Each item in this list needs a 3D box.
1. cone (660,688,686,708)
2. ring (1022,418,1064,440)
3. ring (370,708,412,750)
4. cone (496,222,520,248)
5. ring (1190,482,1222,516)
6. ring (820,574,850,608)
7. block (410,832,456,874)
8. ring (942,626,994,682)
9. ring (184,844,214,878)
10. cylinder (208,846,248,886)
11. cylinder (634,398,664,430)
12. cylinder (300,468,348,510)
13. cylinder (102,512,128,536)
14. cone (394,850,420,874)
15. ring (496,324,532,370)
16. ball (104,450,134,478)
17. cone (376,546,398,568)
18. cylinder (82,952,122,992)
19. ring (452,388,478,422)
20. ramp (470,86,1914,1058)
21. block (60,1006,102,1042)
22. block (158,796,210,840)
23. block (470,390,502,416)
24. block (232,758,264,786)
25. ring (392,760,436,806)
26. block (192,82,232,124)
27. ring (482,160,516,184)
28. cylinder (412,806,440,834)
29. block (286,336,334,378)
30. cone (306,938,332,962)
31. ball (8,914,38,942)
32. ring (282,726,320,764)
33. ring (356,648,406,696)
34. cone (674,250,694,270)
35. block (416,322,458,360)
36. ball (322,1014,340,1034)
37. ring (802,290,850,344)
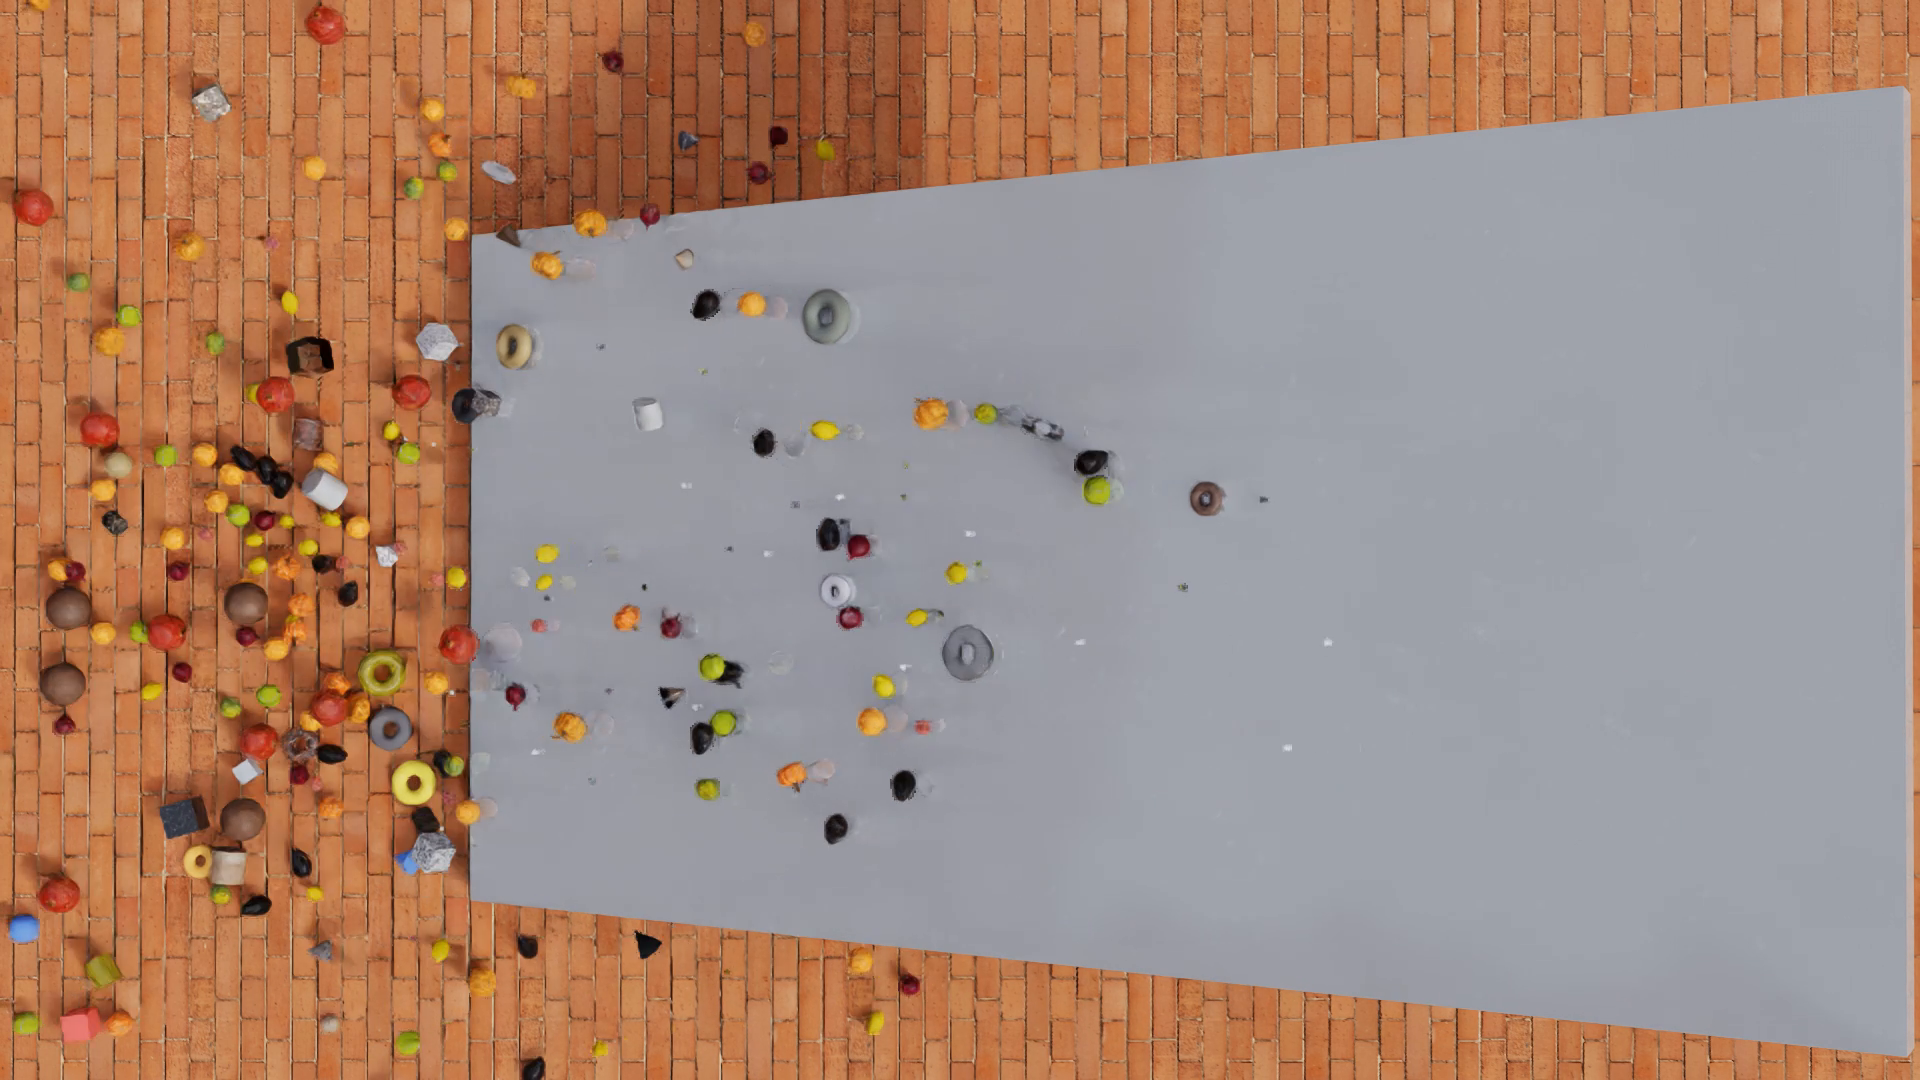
[{"bbox_3d":[-0.799,0.432,6.179,0.066,0.066,0.066,-23,90,2],"label":"cone"},{"bbox_3d":[0.208,-0.279,5.519,0.113,0.113,0.038,18,89,0],"label":"ring"},{"bbox_3d":[-1.727,0.573,6.667,0.133,0.044,0.133,0,89,4],"label":"ring"},{"bbox_3d":[-1.324,-0.891,6.509,0.072,0.072,0.072,-41,97,0],"label":"cone"},{"bbox_3d":[0.596,-0.100,5.334,0.084,0.028,0.084,-1,87,31],"label":"ring"},{"bbox_3d":[-0.336,0.138,5.899,0.089,0.030,0.089,0,89,33],"label":"ring"},{"bbox_3d":[-1.585,0.939,6.617,0.083,0.083,0.083,38,112,33],"label":"block"},{"bbox_3d":[0.020,0.293,5.670,0.147,0.049,0.147,-1,88,32],"label":"ring"},{"bbox_3d":[-2.303,0.973,6.668,0.105,0.035,0.105,0,88,-1],"label":"ring"},{"bbox_3d":[-2.208,0.983,6.636,0.099,0.099,0.099,11,82,0],"label":"cylinder"},{"bbox_3d":[-0.846,-0.342,5.969,0.070,0.070,0.070,-8,112,0],"label":"cylinder"},{"bbox_3d":[-1.914,-0.154,6.623,0.097,0.097,0.097,-50,131,0],"label":"cylinder"},{"bbox_3d":[-2.558,-0.051,6.654,0.055,0.055,0.055,31,89,34],"label":"cylinder"},{"bbox_3d":[-1.687,0.966,6.666,0.078,0.078,0.078,10,89,28],"label":"cone"},{"bbox_3d":[-1.319,-0.571,6.496,0.134,0.045,0.134,-2,87,35],"label":"ring"},{"bbox_3d":[-2.547,-0.228,6.654,0.085,0.085,0.085,0,89,0],"label":"ball"},{"bbox_3d":[-1.747,0.035,6.643,0.074,0.074,0.074,-7,64,15],"label":"cone"},{"bbox_3d":[-2.585,1.302,6.633,0.085,0.085,0.085,-35,80,0],"label":"cylinder"},{"bbox_3d":[-1.481,-0.405,6.599,0.104,0.035,0.104,-1,89,31],"label":"ring"},{"bbox_3d":[0.264,0.073,5.610,4.000,0.100,2.000,0,89,31],"label":"ramp"},{"bbox_3d":[-2.654,1.462,6.638,0.080,0.080,0.080,-6,95,2],"label":"block"},{"bbox_3d":[-2.340,0.836,6.637,0.099,0.099,0.099,-16,89,0],"label":"block"},{"bbox_3d":[-1.409,-0.407,6.542,0.058,0.058,0.058,31,105,28],"label":"block"},{"bbox_3d":[-2.157,0.701,6.659,0.058,0.058,0.058,-36,90,0],"label":"block"},{"bbox_3d":[-1.655,0.736,6.664,0.137,0.046,0.137,0,88,2],"label":"ring"},{"bbox_3d":[-2.240,-1.311,6.586,0.084,0.084,0.084,-30,116,-5],"label":"block"},{"bbox_3d":[-1.395,-1.112,6.649,0.109,0.109,0.036,32,103,0],"label":"ring"},{"bbox_3d":[-1.614,0.850,6.643,0.063,0.063,0.063,-39,62,0],"label":"cylinder"},{"bbox_3d":[-1.959,-0.550,6.629,0.092,0.092,0.092,-19,77,28],"label":"block"},{"bbox_3d":[-1.929,1.237,6.619,0.071,0.071,0.071,1,89,-12],"label":"cone"},{"bbox_3d":[-2.827,1.172,6.642,0.083,0.083,0.083,0,89,0],"label":"ball"},{"bbox_3d":[-1.999,0.622,6.670,0.114,0.038,0.114,0,91,0],"label":"ring"},{"bbox_3d":[-1.748,0.401,6.646,0.148,0.049,0.148,-2,93,-27],"label":"ring"},{"bbox_3d":[-0.784,-0.791,6.165,0.057,0.057,0.057,0,89,31],"label":"cone"},{"bbox_3d":[-1.579,-0.599,6.638,0.077,0.077,0.077,-42,66,27],"label":"block"},{"bbox_3d":[-1.903,1.465,6.653,0.056,0.056,0.056,0,89,0],"label":"ball"},{"bbox_3d":[-0.359,-0.600,5.910,0.147,0.049,0.147,0,89,30],"label":"ring"}]
